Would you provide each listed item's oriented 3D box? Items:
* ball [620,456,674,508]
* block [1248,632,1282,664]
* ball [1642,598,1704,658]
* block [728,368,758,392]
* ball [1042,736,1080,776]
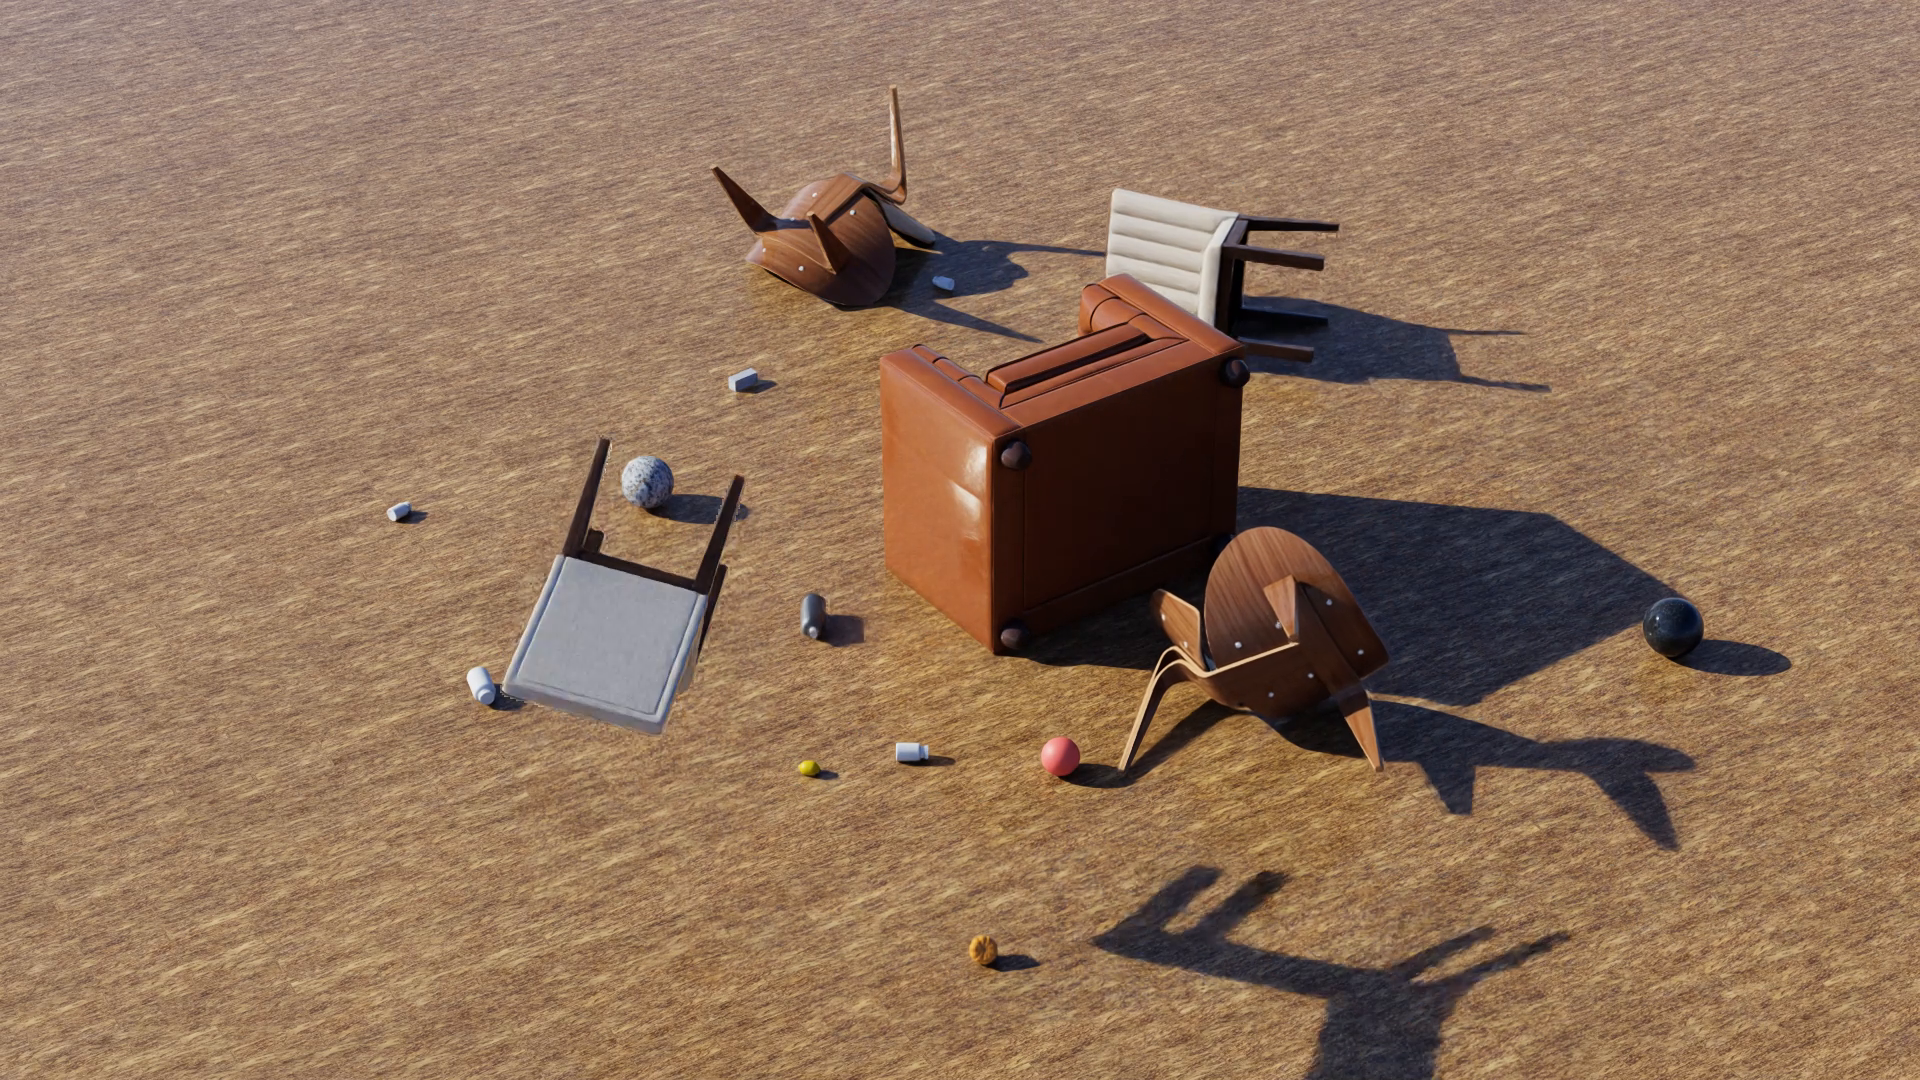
[{"bbox_3d":[-1.182,-0.219,11.095,0.200,0.200,0.200,0,33,0],"label":"ball"},{"bbox_3d":[1.070,0.377,10.304,0.097,0.074,0.076,-6,34,-9],"label":"block"},{"bbox_3d":[2.503,0.306,10.287,0.212,0.212,0.212,0,33,0],"label":"ball"},{"bbox_3d":[-0.879,-0.649,11.884,0.113,0.049,0.044,-26,41,-33],"label":"block"},{"bbox_3d":[0.334,0.719,9.736,0.130,0.130,0.130,0,33,0],"label":"ball"}]
